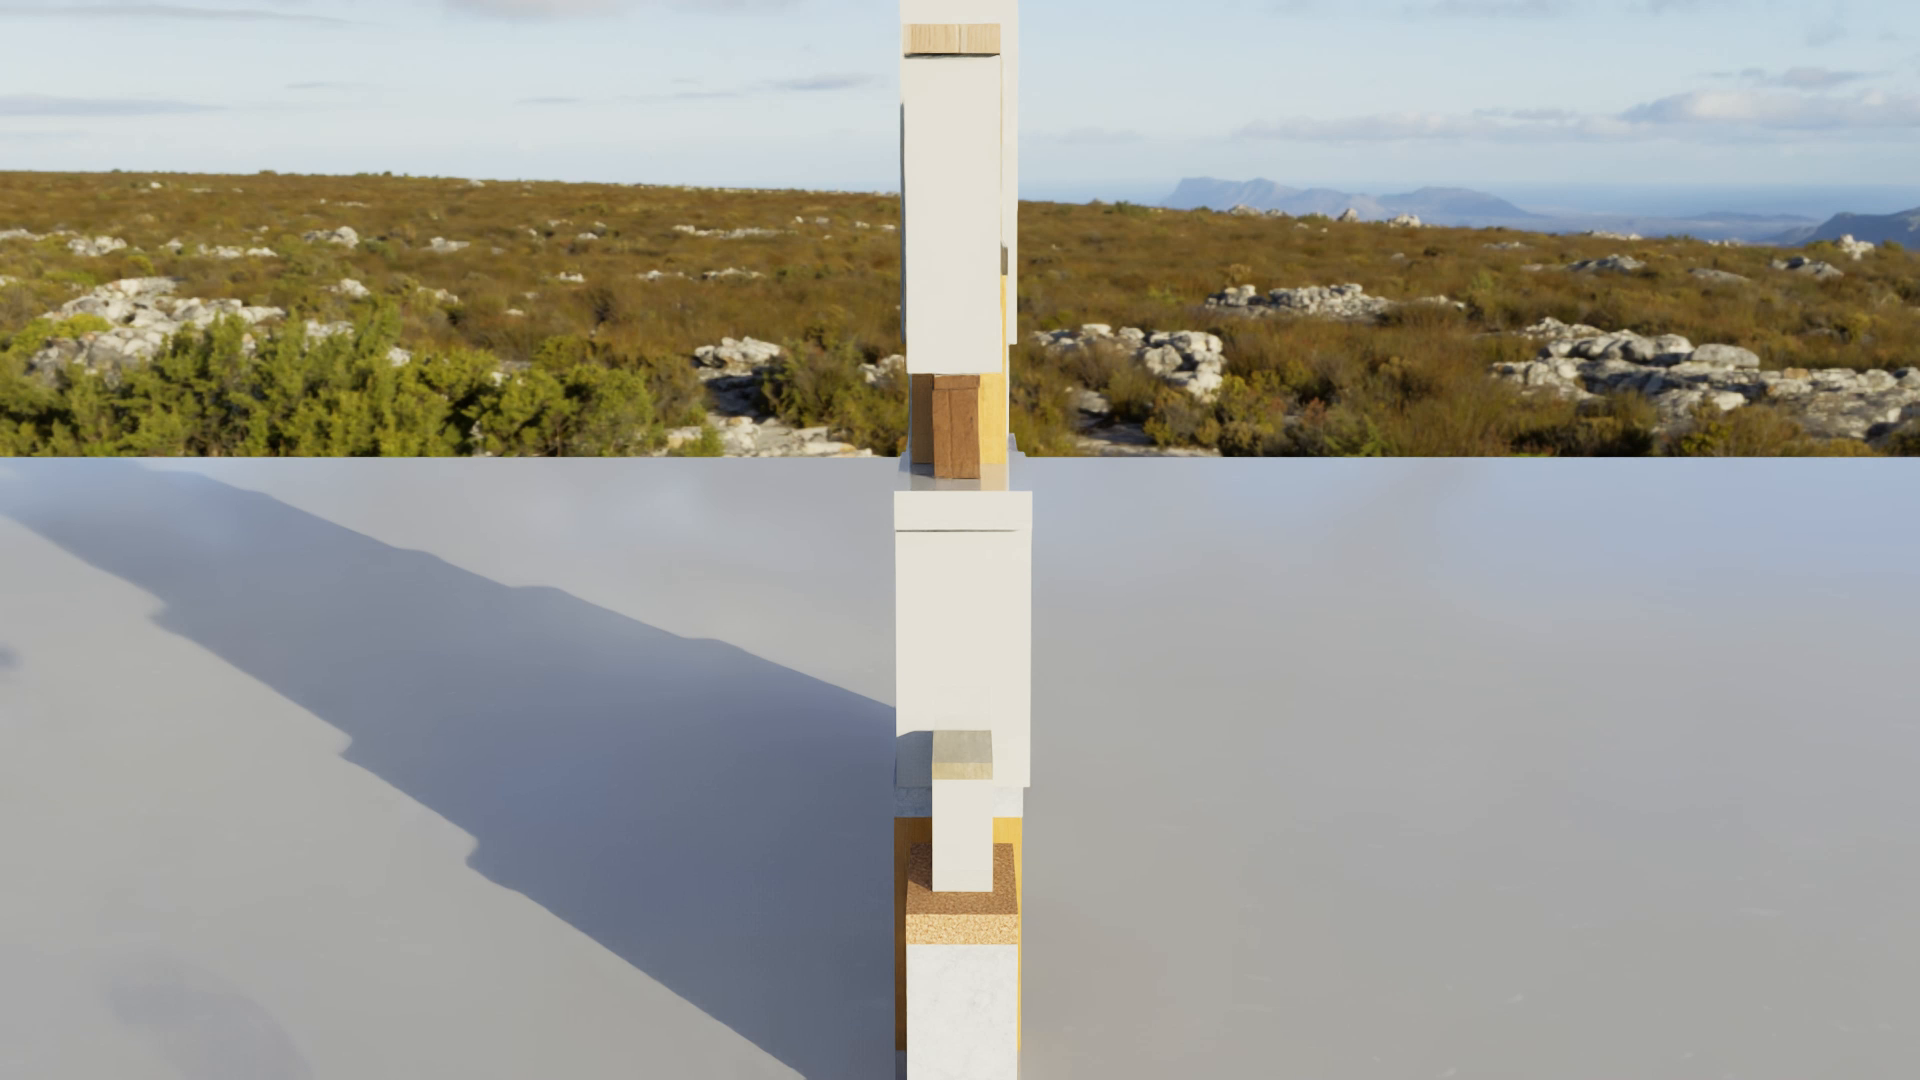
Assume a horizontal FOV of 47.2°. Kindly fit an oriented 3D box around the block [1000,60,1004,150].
[{"bbox_3d":[-0.004,-0.531,3.021,0.124,0.248,0.035,0,10,-1],"label":"block"}]

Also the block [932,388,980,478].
[{"bbox_3d":[-0.005,-0.142,2.906,0.060,0.120,0.017,-2,11,-1],"label":"block"}]

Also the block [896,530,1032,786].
[{"bbox_3d":[0.004,0.149,2.909,0.176,0.353,0.050,0,11,0],"label":"block"}]

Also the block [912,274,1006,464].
[{"bbox_3d":[-0.002,-0.238,3.039,0.131,0.261,0.037,0,10,0],"label":"block"}]

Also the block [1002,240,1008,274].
[{"bbox_3d":[-0.002,-0.400,3.097,0.130,0.037,0.261,0,11,0],"label":"block"}]

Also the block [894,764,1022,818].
[{"bbox_3d":[-0.003,0.316,3.113,0.173,0.049,0.346,0,11,0],"label":"block"}]

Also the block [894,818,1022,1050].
[{"bbox_3d":[-0.003,0.531,3.035,0.173,0.346,0.049,0,11,0],"label":"block"}]

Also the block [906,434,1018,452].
[{"bbox_3d":[0.003,-0.116,3.334,0.168,0.048,0.336,0,11,0],"label":"block"}]

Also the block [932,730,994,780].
[{"bbox_3d":[0.003,0.272,2.790,0.075,0.021,0.150,0,11,0],"label":"block"}]

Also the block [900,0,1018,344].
[{"bbox_3d":[-0.002,-0.573,3.308,0.175,0.553,0.050,0,10,0],"label":"block"}]

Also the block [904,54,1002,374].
[{"bbox_3d":[-0.008,-0.424,2.876,0.124,0.410,0.035,0,11,2],"label":"block"}]

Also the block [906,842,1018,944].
[{"bbox_3d":[0.003,0.450,2.817,0.137,0.039,0.274,0,11,0],"label":"block"}]

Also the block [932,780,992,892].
[{"bbox_3d":[0.003,0.365,2.756,0.075,0.150,0.021,0,11,0],"label":"block"}]

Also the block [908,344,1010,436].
[{"bbox_3d":[-0.002,-0.320,3.445,0.156,0.312,0.044,0,10,0],"label":"block"}]

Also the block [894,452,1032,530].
[{"bbox_3d":[0.004,-0.070,2.987,0.176,0.050,0.353,0,11,0],"label":"block"}]

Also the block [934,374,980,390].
[{"bbox_3d":[-0.003,-0.218,2.935,0.060,0.017,0.120,-2,11,1],"label":"block"}]

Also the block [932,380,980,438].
[{"bbox_3d":[-0.005,-0.157,2.984,0.060,0.120,0.017,-2,11,2],"label":"block"}]

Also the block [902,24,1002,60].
[{"bbox_3d":[-0.008,-0.657,2.915,0.124,0.035,0.248,0,9,1],"label":"block"}]

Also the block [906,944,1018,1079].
[{"bbox_3d":[0.003,0.620,2.756,0.137,0.274,0.039,0,11,0],"label":"block"}]
